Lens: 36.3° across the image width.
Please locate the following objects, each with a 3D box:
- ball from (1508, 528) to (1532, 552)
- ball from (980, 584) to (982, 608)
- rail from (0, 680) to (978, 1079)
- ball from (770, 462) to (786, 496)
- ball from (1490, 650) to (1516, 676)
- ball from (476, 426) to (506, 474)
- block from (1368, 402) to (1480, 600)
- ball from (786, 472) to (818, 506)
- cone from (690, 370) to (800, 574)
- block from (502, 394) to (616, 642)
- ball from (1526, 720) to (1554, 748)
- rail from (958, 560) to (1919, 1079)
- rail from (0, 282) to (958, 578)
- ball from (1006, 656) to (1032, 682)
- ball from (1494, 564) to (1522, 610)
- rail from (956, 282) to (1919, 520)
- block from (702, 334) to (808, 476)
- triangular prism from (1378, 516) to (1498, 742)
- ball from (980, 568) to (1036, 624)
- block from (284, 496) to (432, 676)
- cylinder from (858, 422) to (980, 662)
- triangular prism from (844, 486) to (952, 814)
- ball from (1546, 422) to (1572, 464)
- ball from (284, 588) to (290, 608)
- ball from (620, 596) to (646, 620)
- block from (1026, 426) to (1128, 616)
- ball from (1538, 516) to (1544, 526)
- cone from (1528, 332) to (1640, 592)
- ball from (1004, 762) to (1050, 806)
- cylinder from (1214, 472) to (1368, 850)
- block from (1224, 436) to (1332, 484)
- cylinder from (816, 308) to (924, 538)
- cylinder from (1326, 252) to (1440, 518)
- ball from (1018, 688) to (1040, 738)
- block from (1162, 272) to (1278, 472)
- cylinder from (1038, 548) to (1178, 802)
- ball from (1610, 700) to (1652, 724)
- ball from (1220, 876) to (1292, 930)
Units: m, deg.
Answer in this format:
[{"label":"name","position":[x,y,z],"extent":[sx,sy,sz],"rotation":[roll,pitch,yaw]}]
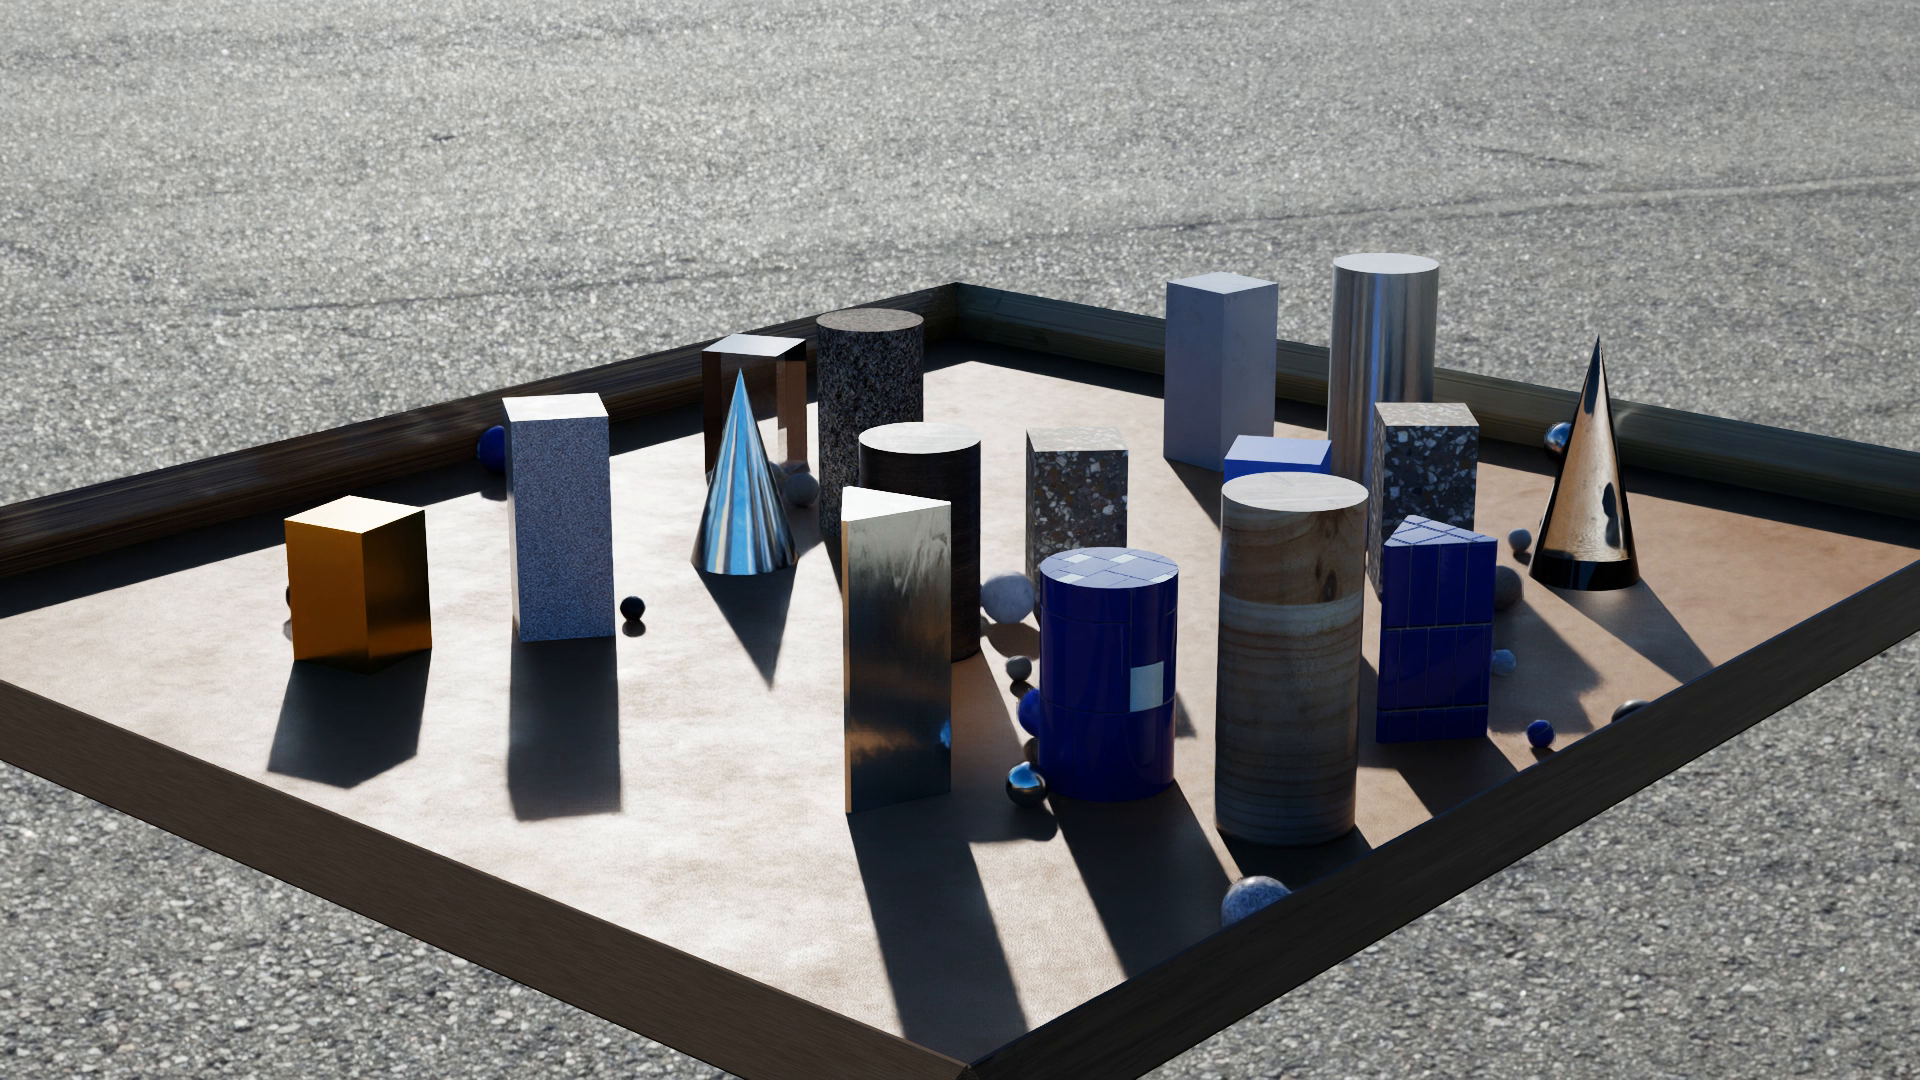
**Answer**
[{"label":"ball","position":[1.027,0.000,5.379],"extent":[0.044,0.044,0.044],"rotation":[0,17,0]},{"label":"ball","position":[0.014,0.096,5.029],"extent":[0.062,0.062,0.062],"rotation":[0,17,0]},{"label":"rail","position":[-0.998,0.364,4.019],"extent":[2.708,0.129,0.045],"rotation":[14,22,39]},{"label":"ball","position":[-0.377,-0.112,5.686],"extent":[0.082,0.082,0.082],"rotation":[0,17,0]},{"label":"ball","position":[0.876,0.197,4.728],"extent":[0.042,0.042,0.042],"rotation":[0,17,0]},{"label":"ball","position":[-0.923,-0.181,5.889],"extent":[0.096,0.096,0.096],"rotation":[0,17,0]},{"label":"block","position":[0.809,-0.068,5.134],"extent":[0.159,0.315,0.159],"rotation":[0,17,1]},{"label":"ball","position":[-0.305,-0.097,5.665],"extent":[0.065,0.065,0.065],"rotation":[0,17,0]},{"label":"cone","position":[-0.393,-0.138,5.292],"extent":[0.199,0.358,0.199],"rotation":[0,17,0]},{"label":"block","position":[-0.673,-0.039,4.926],"extent":[0.159,0.380,0.159],"rotation":[-4,17,-13]},{"label":"ball","position":[0.874,0.292,4.414],"extent":[0.042,0.042,0.042],"rotation":[0,17,0]},{"label":"rail","position":[1.004,0.284,4.285],"extent":[0.045,0.129,3.092],"rotation":[14,22,39]},{"label":"rail","position":[-1.004,-0.219,5.955],"extent":[0.045,0.129,3.092],"rotation":[14,22,39]},{"label":"ball","position":[0.095,0.206,4.698],"extent":[0.042,0.042,0.042],"rotation":[0,17,0]},{"label":"ball","position":[0.928,0.082,5.047],"extent":[0.079,0.079,0.079],"rotation":[0,17,0]},{"label":"rail","position":[0.998,-0.299,6.220],"extent":[2.708,0.129,0.045],"rotation":[14,22,39]},{"label":"block","position":[-0.412,-0.269,5.905],"extent":[0.159,0.255,0.159],"rotation":[6,18,18]},{"label":"triangular prism","position":[0.705,0.132,4.476],"extent":[0.172,0.312,0.149],"rotation":[-3,17,-9]},{"label":"ball","position":[0.082,0.096,4.976],"extent":[0.093,0.093,0.093],"rotation":[0,17,0]},{"label":"block","position":[-0.983,0.073,4.798],"extent":[0.159,0.240,0.159],"rotation":[9,19,28]},{"label":"cylinder","position":[-0.065,0.005,4.816],"extent":[0.199,0.359,0.199],"rotation":[0,17,0]},{"label":"triangular prism","position":[-0.124,0.150,4.206],"extent":[0.172,0.433,0.149],"rotation":[-10,19,-30]},{"label":"ball","position":[1.233,-0.195,5.953],"extent":[0.087,0.087,0.087],"rotation":[0,17,0]},{"label":"ball","position":[-1.121,0.096,5.019],"extent":[0.067,0.067,0.067],"rotation":[0,17,0]},{"label":"ball","position":[-0.558,0.116,4.995],"extent":[0.043,0.043,0.043],"rotation":[0,17,0]},{"label":"block","position":[0.200,-0.035,5.067],"extent":[0.159,0.291,0.159],"rotation":[-1,17,-4]},{"label":"ball","position":[1.104,-0.026,5.444],"extent":[0.057,0.057,0.057],"rotation":[0,17,0]},{"label":"cone","position":[1.117,-0.150,5.187],"extent":[0.199,0.442,0.199],"rotation":[0,17,0]},{"label":"ball","position":[0.096,0.348,4.187],"extent":[0.064,0.064,0.064],"rotation":[0,17,0]},{"label":"cylinder","position":[0.456,0.166,4.063],"extent":[0.199,0.485,0.199],"rotation":[0,17,0]},{"label":"block","position":[0.535,-0.009,4.966],"extent":[0.159,0.299,0.159],"rotation":[4,17,13]},{"label":"cylinder","position":[-0.167,-0.219,5.495],"extent":[0.199,0.396,0.199],"rotation":[0,17,0]},{"label":"cylinder","position":[0.806,-0.297,5.617],"extent":[0.199,0.475,0.199],"rotation":[0,17,0]},{"label":"ball","position":[0.126,0.262,4.448],"extent":[0.079,0.079,0.079],"rotation":[0,17,0]},{"label":"block","position":[0.529,-0.344,5.964],"extent":[0.159,0.366,0.159],"rotation":[-14,22,-40]},{"label":"cylinder","position":[0.214,0.193,4.255],"extent":[0.199,0.322,0.199],"rotation":[0,17,0]},{"label":"ball","position":[1.015,0.279,4.387],"extent":[0.081,0.081,0.081],"rotation":[0,17,0]},{"label":"ball","position":[0.379,0.475,3.707],"extent":[0.099,0.099,0.099],"rotation":[0,17,0]}]
